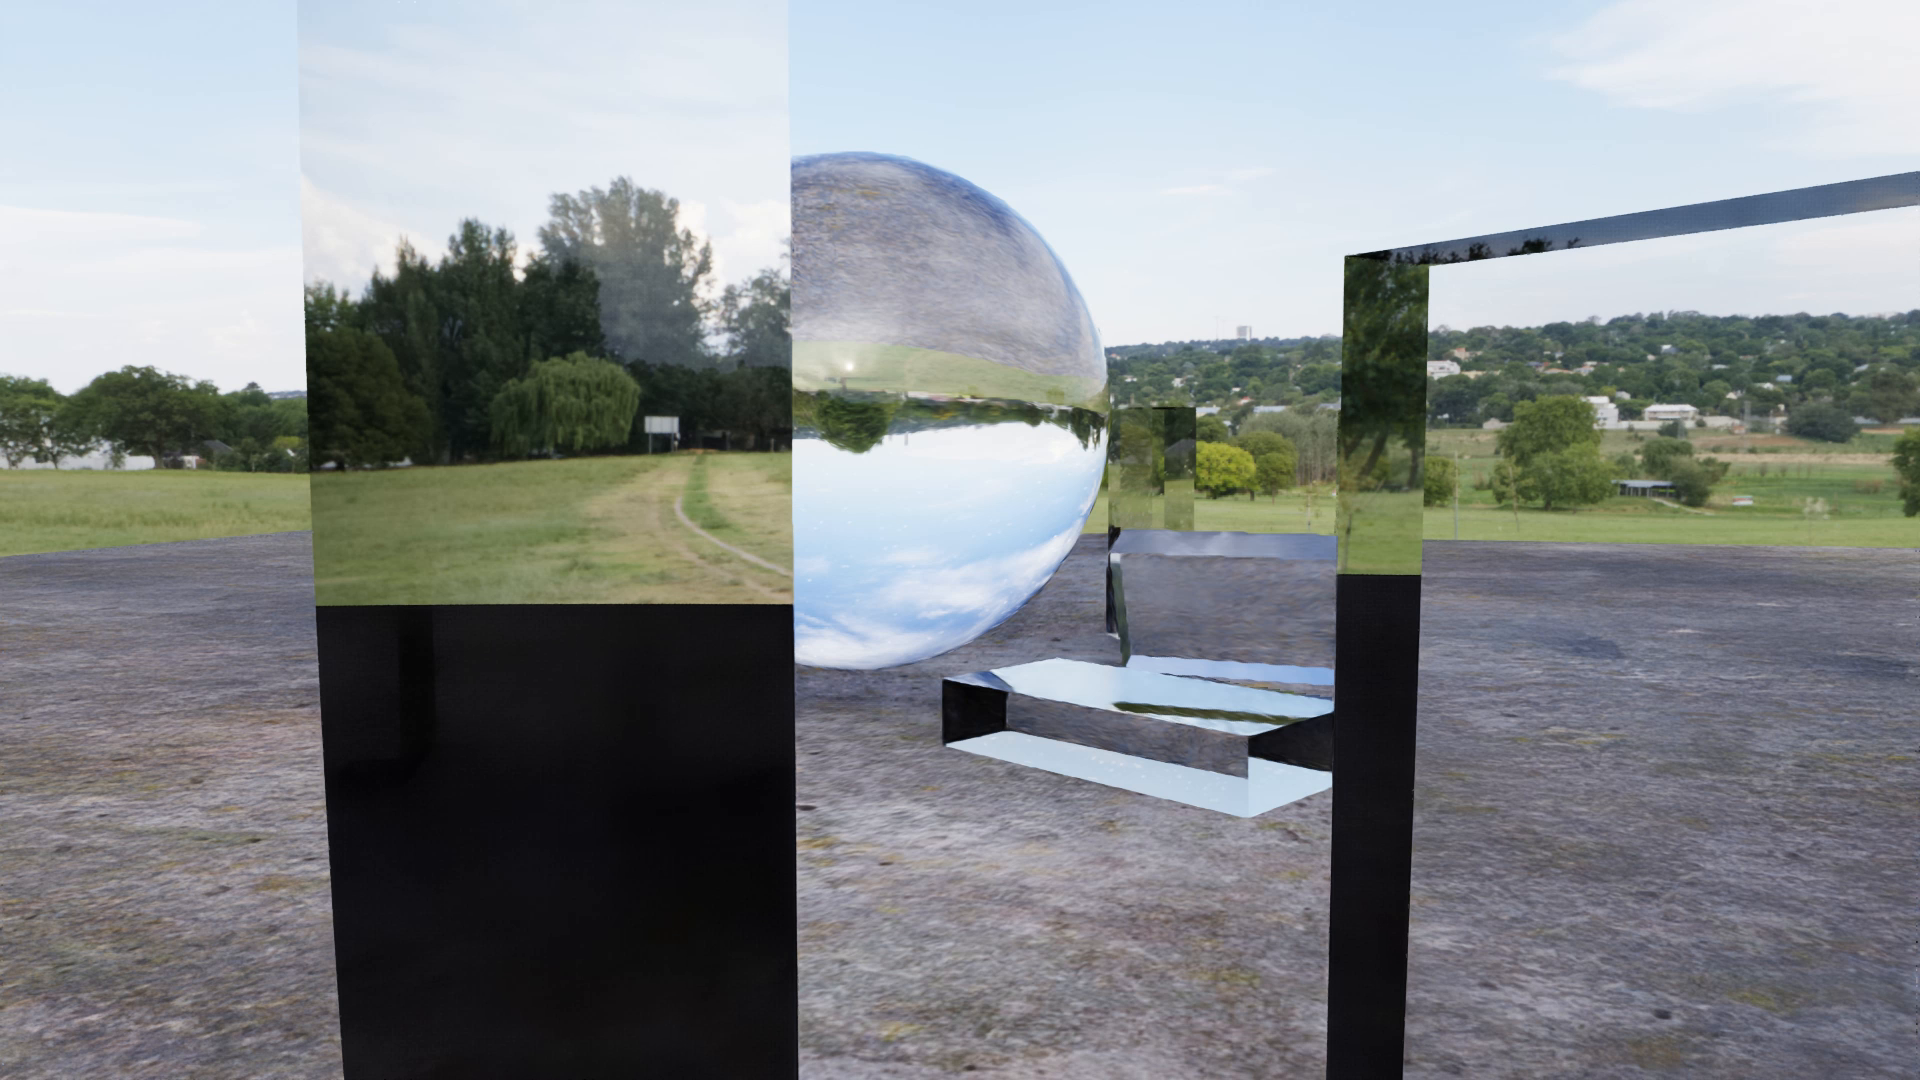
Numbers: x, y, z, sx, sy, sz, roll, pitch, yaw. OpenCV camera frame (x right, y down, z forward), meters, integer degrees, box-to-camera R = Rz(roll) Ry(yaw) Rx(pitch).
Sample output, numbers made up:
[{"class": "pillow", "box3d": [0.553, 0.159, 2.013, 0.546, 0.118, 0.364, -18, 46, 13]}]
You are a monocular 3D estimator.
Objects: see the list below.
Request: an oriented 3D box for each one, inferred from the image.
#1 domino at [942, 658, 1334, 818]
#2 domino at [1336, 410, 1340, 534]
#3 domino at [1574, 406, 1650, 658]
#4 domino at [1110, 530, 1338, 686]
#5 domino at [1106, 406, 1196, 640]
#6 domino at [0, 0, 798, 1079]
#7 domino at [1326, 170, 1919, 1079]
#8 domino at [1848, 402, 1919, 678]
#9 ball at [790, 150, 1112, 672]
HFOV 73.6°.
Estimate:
[{"class": "domino", "box3d": [0.024, 0.025, 0.172, 0.025, 0.009, 0.050, -4, 6, -45]}, {"class": "domino", "box3d": [0.088, -0.003, 0.277, 0.009, 0.050, 0.025, 0, 4, 6]}, {"class": "domino", "box3d": [0.135, -0.002, 0.267, 0.009, 0.050, 0.025, 2, 5, 20]}, {"class": "domino", "box3d": [0.053, 0.012, 0.230, 0.050, 0.025, 0.010, 2, 27, 24]}, {"class": "domino", "box3d": [0.041, -0.003, 0.274, 0.010, 0.050, 0.025, -1, 4, -14]}, {"class": "domino", "box3d": [-0.013, 0.016, 0.018, 0.010, 0.050, 0.025, -3, 5, -38]}, {"class": "domino", "box3d": [0.026, 0.014, 0.046, 0.009, 0.050, 0.025, -3, 5, -34]}, {"class": "domino", "box3d": [0.177, -0.001, 0.244, 0.010, 0.050, 0.025, 3, 5, 39]}, {"class": "ball", "box3d": [-0.016, -0.020, 0.201, 0.080, 0.080, 0.080, 0, 4, 0]}]
